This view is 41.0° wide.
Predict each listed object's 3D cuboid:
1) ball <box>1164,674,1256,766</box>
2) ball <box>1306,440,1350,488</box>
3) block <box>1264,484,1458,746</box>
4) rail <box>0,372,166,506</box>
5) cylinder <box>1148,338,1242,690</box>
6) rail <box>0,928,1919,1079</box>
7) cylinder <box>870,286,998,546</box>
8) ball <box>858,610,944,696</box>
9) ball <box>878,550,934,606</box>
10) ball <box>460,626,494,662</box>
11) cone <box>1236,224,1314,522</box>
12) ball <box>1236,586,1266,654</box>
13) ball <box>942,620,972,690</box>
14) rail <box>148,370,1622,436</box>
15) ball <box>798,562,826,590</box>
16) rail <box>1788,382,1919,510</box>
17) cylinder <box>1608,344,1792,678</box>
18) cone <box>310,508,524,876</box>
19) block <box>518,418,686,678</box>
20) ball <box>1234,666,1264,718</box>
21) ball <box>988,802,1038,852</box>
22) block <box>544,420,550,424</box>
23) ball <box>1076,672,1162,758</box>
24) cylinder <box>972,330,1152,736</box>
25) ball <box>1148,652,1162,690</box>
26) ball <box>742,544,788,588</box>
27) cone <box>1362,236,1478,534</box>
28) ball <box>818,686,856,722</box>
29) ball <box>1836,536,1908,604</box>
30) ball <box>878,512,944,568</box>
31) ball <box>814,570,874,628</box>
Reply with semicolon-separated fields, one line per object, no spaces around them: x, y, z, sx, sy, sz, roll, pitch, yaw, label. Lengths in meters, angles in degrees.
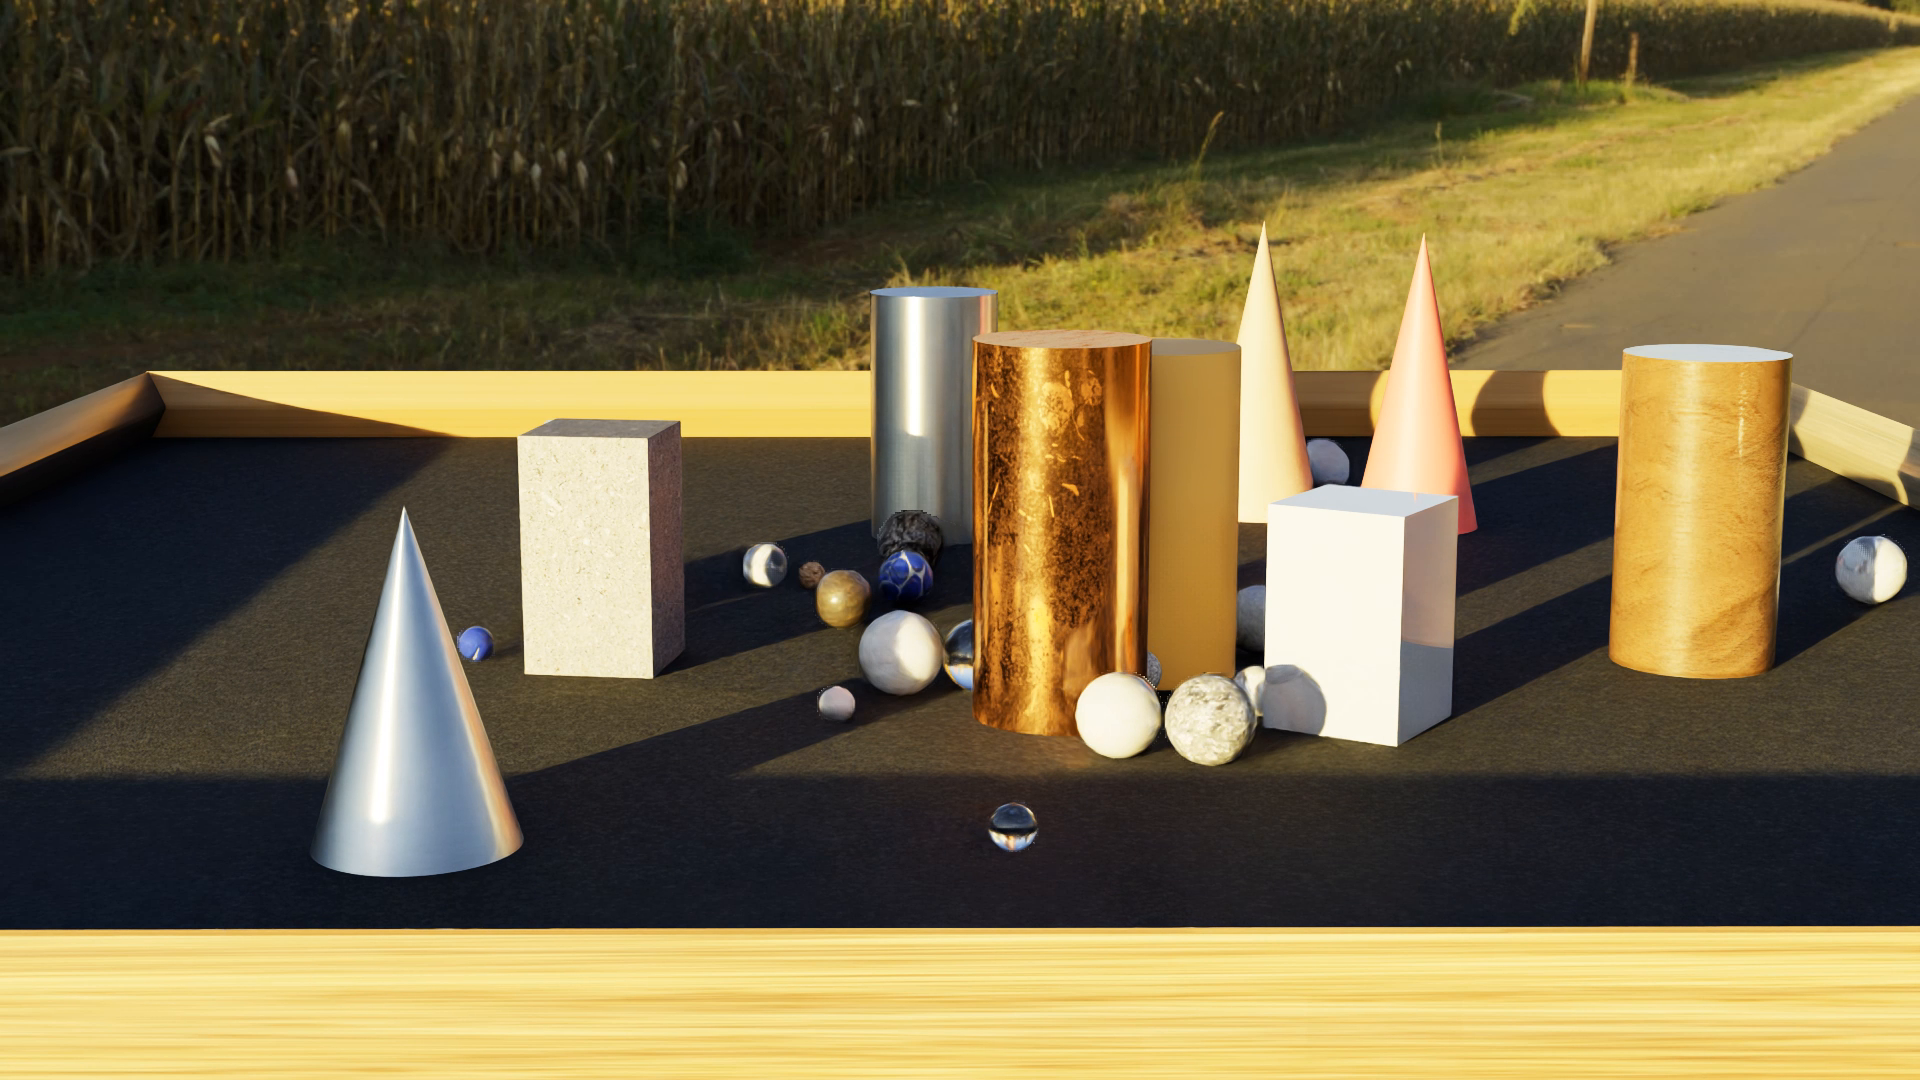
0.264;0.189;2.701;0.096;0.096;0.096;0;10;0;ball
0.615;-0.121;4.373;0.099;0.099;0.099;0;10;0;ball
0.448;0.080;2.864;0.159;0.252;0.159;6;12;31;block
-1.573;0.035;3.440;0.045;0.129;3.339;0;10;0;rail
0.236;-0.036;3.090;0.199;0.397;0.199;0;10;0;cylinder
0.009;0.333;1.830;3.193;0.129;0.045;0;10;0;rail
-0.040;-0.197;4.005;0.199;0.381;0.199;0;10;0;cylinder
-0.069;0.132;3.001;0.099;0.099;0.099;0;10;0;ball
-0.074;0.052;3.500;0.075;0.075;0.075;0;10;0;ball
-0.598;0.128;3.177;0.043;0.043;0.043;0;10;0;ball
0.493;-0.282;4.195;0.199;0.479;0.199;0;10;0;cone
0.374;0.100;3.213;0.086;0.086;0.086;0;10;0;ball
0.022;0.136;3.021;0.086;0.086;0.086;0;10;0;ball
-0.009;-0.266;5.067;3.193;0.129;0.045;0;10;0;rail
-0.207;0.051;3.605;0.040;0.040;0.040;0;10;0;ball
1.573;0.032;3.458;0.045;0.129;3.339;0;10;0;rail
0.908;-0.039;3.150;0.199;0.382;0.199;0;10;0;cylinder
-0.514;0.128;2.402;0.199;0.325;0.199;0;10;0;cone
-0.437;0.007;3.151;0.159;0.291;0.159;2;11;8;block
0.334;0.172;2.904;0.057;0.057;0.057;0;10;0;ball
0.050;0.269;2.407;0.046;0.046;0.046;0;10;0;ball
-0.488;-0.031;3.483;0.159;0.245;0.159;0;10;-1;block
0.169;0.186;2.729;0.092;0.092;0.092;0;10;0;ball
0.113;-0.013;2.883;0.199;0.428;0.199;0;10;0;cylinder
0.208;0.155;2.999;0.056;0.056;0.056;0;10;0;ball
-0.275;0.037;3.614;0.064;0.064;0.064;0;10;0;ball
0.730;-0.254;4.075;0.199;0.469;0.199;0;10;0;cone
-0.138;0.185;2.878;0.041;0.041;0.041;0;10;0;ball
1.248;0.040;3.513;0.094;0.094;0.094;0;10;0;ball
-0.070;0.007;3.696;0.094;0.094;0.094;0;10;0;ball
-0.152;0.077;3.358;0.078;0.078;0.078;0;10;0;ball
